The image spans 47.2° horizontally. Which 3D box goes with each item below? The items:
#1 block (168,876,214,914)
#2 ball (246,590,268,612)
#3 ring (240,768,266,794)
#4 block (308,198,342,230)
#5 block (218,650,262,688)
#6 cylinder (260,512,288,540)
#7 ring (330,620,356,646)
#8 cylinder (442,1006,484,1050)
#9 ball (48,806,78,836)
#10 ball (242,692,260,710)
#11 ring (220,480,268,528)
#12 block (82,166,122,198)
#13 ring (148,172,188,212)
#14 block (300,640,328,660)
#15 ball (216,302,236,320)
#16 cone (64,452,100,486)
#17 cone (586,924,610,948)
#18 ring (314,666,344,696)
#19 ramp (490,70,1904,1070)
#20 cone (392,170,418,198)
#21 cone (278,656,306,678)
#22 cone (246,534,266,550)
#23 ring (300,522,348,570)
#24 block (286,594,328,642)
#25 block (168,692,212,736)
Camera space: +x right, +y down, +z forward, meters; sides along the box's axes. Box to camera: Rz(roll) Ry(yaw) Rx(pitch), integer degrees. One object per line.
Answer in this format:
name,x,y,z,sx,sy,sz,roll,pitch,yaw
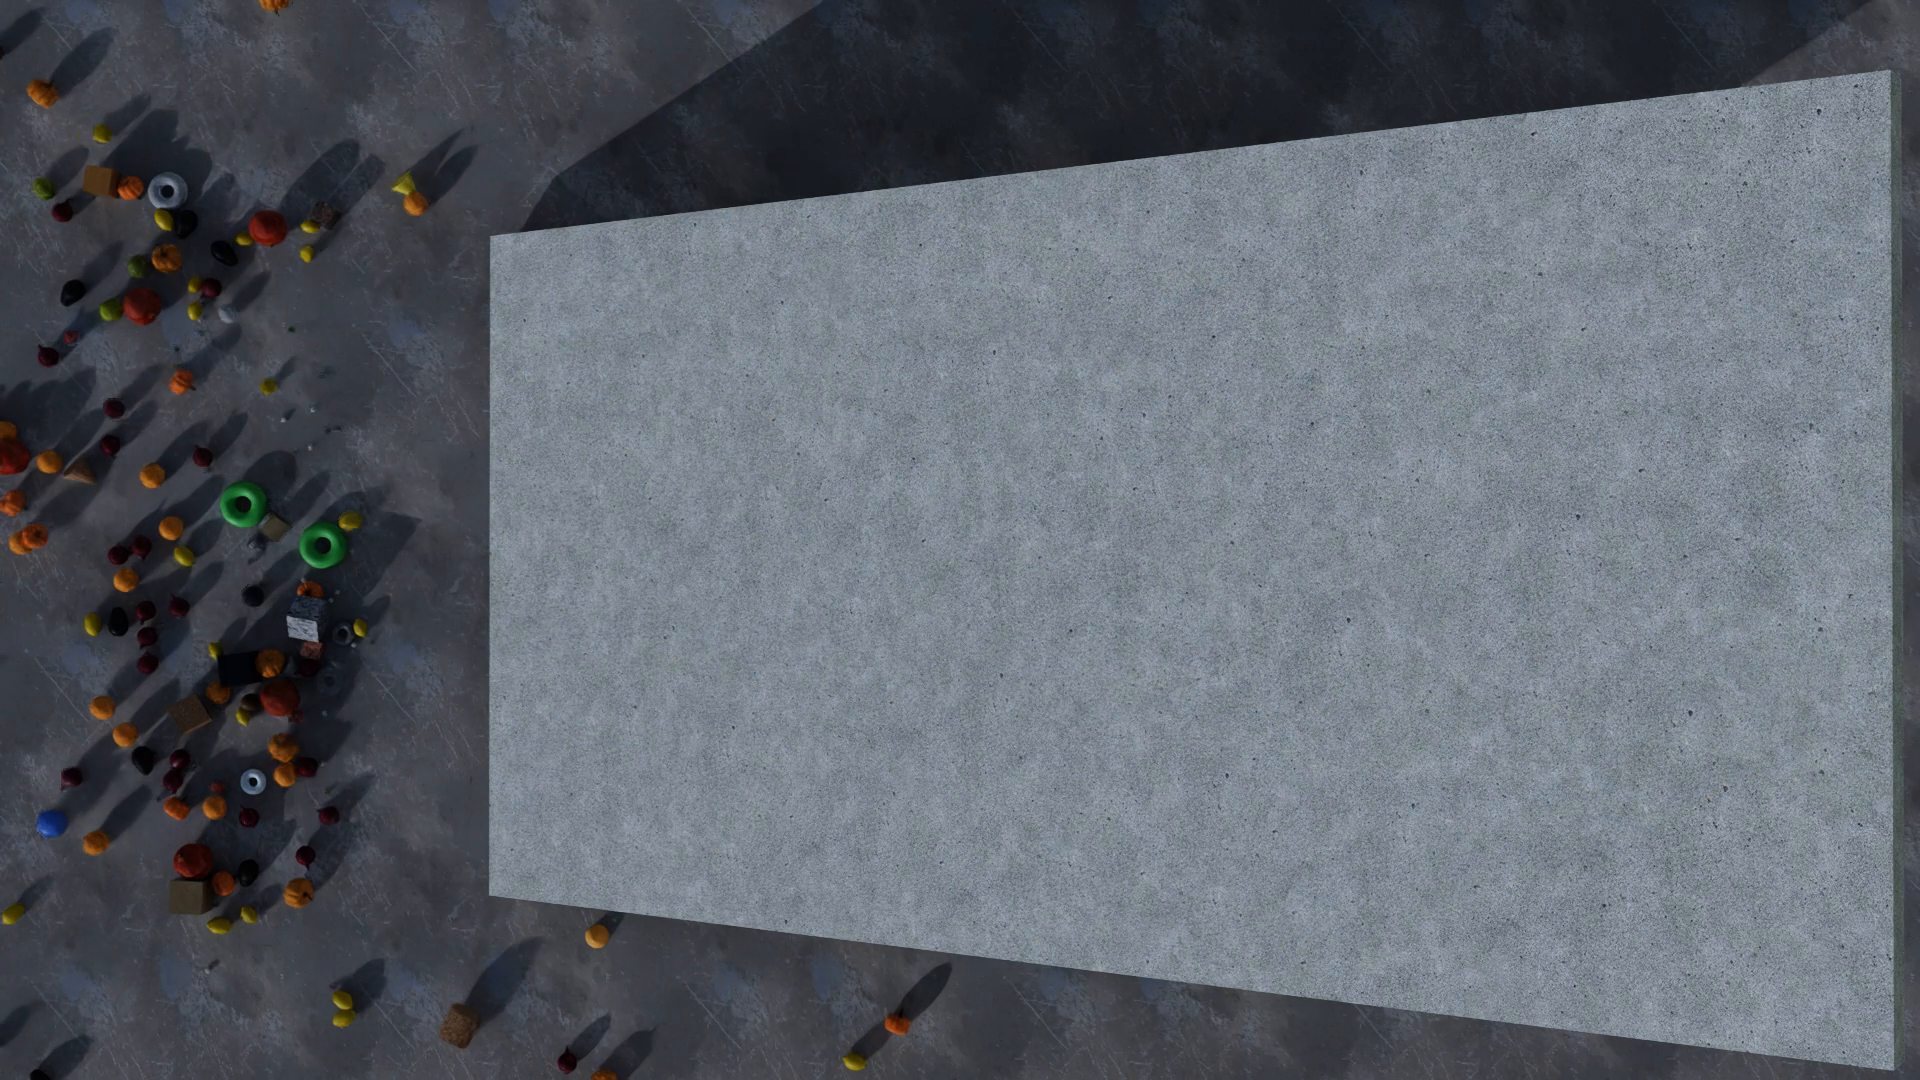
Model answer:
block,-2.340,1.082,6.695,0.099,0.099,0.099,2,90,0
ball,-2.149,0.188,6.718,0.066,0.066,0.066,0,90,0
ring,-2.164,0.740,6.734,0.081,0.027,0.081,0,89,1
block,-1.943,-0.995,6.729,0.064,0.064,0.064,34,90,0
block,-2.195,0.393,6.702,0.096,0.096,0.096,-7,90,0
cylinder,-2.097,-0.042,6.721,0.063,0.063,0.063,38,90,0
ring,-1.892,0.286,6.738,0.077,0.026,0.077,0,90,1
cylinder,-1.514,1.484,6.693,0.095,0.095,0.095,26,90,0
ball,-2.736,0.856,6.703,0.085,0.085,0.085,0,90,0
ball,-2.168,0.495,6.722,0.055,0.055,0.055,0,90,0
ring,-2.192,-0.109,6.730,0.144,0.048,0.144,0,91,1
block,-2.622,-1.094,6.721,0.080,0.080,0.080,8,90,0
ring,-2.428,-1.068,6.742,0.121,0.040,0.121,0,90,-1
block,-1.976,0.331,6.723,0.054,0.054,0.054,21,90,0
ball,-2.245,-0.702,6.730,0.056,0.056,0.056,0,90,0
cone,-2.669,-0.200,6.733,0.095,0.095,0.095,-38,116,0
cone,-1.112,1.215,6.707,0.073,0.073,0.073,0,90,0
ring,-1.930,0.432,6.734,0.092,0.031,0.092,0,89,-1
ramp,0.247,0.068,5.573,4.000,0.100,2.000,0,89,35
cone,-1.685,-1.077,6.744,0.080,0.080,0.080,-36,120,0
cone,-2.033,0.406,6.733,0.074,0.074,0.074,35,90,-26
cone,-2.151,0.018,6.741,0.054,0.054,0.054,34,90,-26
ring,-1.948,0.016,6.729,0.146,0.049,0.146,0,90,-1
block,-1.982,0.239,6.685,0.093,0.093,0.093,11,134,0
block,-2.342,0.530,6.691,0.092,0.092,0.092,-30,90,-17
